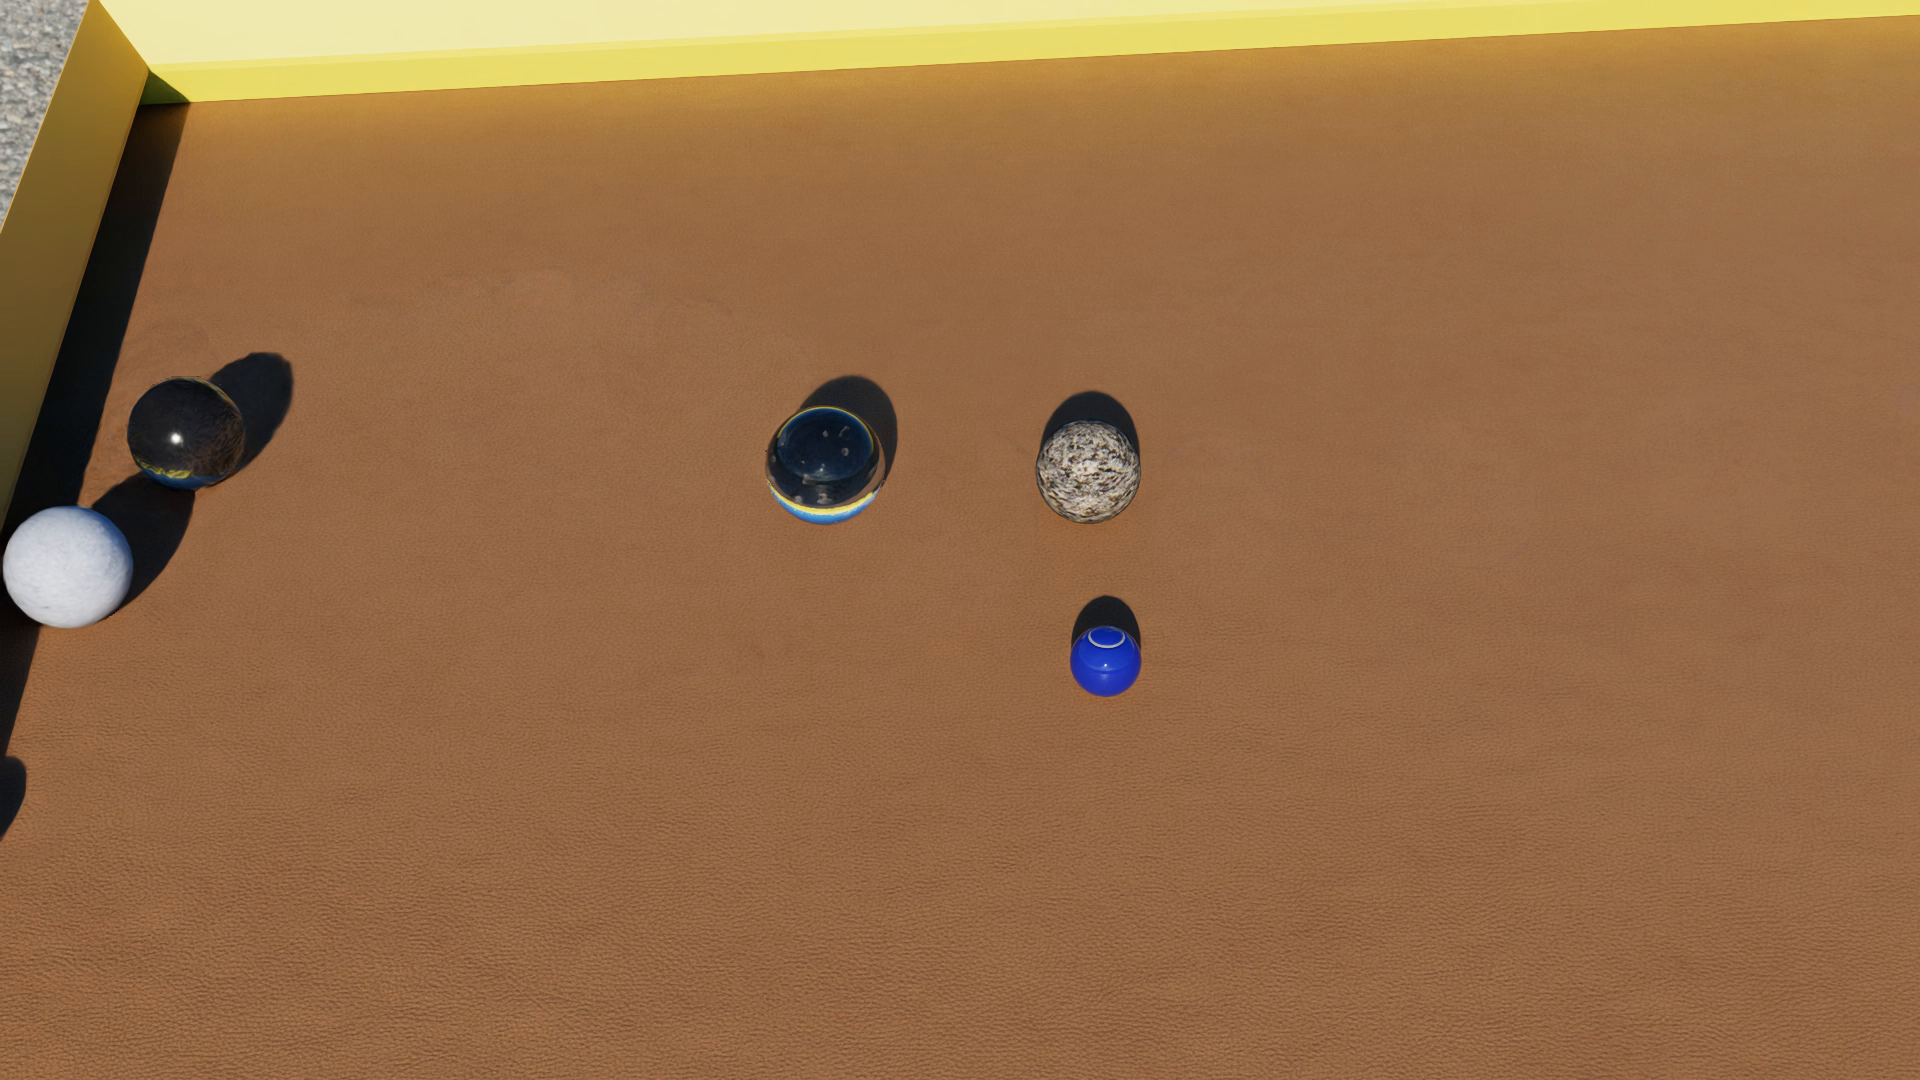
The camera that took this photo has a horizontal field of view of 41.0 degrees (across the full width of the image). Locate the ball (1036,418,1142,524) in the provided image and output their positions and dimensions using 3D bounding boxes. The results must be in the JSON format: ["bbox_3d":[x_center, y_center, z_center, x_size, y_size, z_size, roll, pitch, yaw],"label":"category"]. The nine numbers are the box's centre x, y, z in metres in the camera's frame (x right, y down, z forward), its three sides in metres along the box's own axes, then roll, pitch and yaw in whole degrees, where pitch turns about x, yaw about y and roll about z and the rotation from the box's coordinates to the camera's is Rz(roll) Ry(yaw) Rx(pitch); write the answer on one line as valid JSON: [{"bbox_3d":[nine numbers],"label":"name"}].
[{"bbox_3d":[0.089,-0.048,1.772,0.073,0.073,0.073,0,36,0],"label":"ball"}]

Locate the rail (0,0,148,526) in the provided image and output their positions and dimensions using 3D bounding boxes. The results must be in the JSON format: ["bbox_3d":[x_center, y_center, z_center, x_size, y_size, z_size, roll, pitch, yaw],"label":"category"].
[{"bbox_3d":[-0.646,0.026,1.638,0.045,0.108,1.607,-4,36,-5],"label":"rail"}]

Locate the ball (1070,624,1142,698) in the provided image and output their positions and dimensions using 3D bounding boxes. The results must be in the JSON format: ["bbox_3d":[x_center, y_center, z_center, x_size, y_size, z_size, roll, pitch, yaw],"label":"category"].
[{"bbox_3d":[0.092,0.077,1.623,0.046,0.046,0.046,0,36,0],"label":"ball"}]

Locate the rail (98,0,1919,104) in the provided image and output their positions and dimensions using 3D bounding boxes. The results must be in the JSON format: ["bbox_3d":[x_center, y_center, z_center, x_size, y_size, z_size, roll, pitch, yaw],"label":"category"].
[{"bbox_3d":[0.579,-0.515,2.393,2.698,0.108,0.045,-4,36,-5],"label":"rail"}]

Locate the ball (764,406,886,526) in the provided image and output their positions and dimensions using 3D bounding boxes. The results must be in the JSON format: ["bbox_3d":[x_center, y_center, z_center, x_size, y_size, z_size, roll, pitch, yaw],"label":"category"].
[{"bbox_3d":[-0.093,-0.052,1.770,0.083,0.083,0.083,0,36,0],"label":"ball"}]

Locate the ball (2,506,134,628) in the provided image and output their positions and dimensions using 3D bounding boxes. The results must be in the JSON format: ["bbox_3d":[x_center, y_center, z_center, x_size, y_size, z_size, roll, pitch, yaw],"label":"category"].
[{"bbox_3d":[-0.582,0.018,1.675,0.081,0.081,0.081,0,36,0],"label":"ball"}]

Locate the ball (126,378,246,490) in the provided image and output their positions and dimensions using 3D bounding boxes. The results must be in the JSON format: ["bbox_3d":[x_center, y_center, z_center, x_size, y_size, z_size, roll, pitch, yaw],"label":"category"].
[{"bbox_3d":[-0.544,-0.074,1.804,0.080,0.080,0.080,0,36,0],"label":"ball"}]
